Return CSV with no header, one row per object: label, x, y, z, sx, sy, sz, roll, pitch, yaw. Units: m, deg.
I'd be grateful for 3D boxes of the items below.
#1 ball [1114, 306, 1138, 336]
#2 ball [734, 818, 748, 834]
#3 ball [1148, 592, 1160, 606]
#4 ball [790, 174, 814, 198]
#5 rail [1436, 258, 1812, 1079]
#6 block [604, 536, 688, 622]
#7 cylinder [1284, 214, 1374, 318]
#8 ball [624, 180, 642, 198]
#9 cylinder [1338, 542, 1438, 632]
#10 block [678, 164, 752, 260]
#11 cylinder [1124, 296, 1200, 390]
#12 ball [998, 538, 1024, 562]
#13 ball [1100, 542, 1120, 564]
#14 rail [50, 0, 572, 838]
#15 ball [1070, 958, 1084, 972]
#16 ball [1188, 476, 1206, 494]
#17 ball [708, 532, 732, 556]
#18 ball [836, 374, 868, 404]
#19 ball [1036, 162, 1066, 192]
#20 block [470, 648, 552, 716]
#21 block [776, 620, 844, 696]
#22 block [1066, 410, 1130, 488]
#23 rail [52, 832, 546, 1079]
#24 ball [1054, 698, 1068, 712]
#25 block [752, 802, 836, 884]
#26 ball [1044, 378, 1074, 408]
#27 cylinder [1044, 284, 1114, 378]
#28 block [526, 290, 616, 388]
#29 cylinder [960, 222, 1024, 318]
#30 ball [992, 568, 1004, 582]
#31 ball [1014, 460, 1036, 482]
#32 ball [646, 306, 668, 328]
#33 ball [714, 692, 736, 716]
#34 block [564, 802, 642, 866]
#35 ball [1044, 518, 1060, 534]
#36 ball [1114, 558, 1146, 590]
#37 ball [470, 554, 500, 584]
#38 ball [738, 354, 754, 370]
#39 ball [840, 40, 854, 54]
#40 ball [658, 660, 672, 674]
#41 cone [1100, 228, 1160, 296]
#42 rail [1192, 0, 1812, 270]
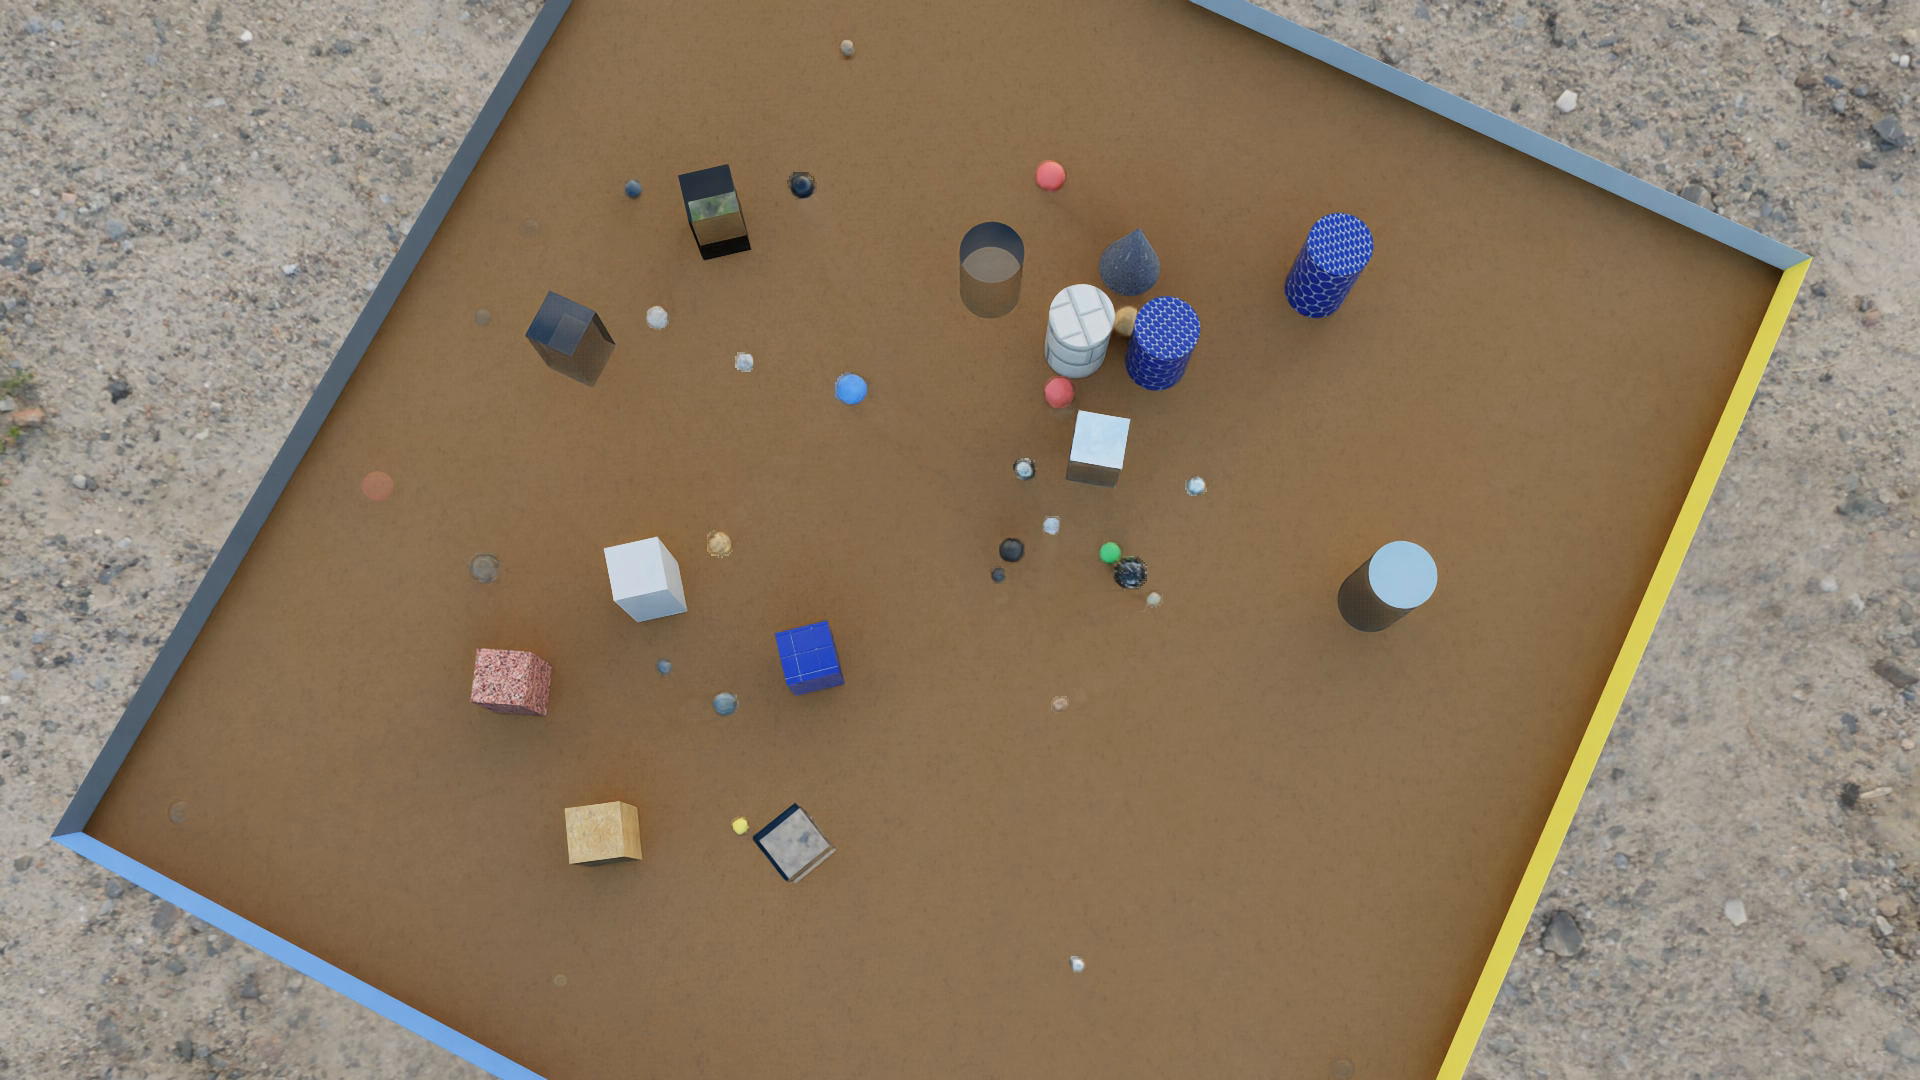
ball,0.521,-0.680,5.710,0.092,0.092,0.092,0,78,0
ball,-0.649,0.847,5.419,0.044,0.044,0.044,0,78,0
ball,0.588,0.178,5.559,0.040,0.040,0.040,0,78,0
ball,-0.501,-1.121,5.809,0.078,0.078,0.078,0,78,0
rail,1.735,0.856,5.374,0.045,0.126,3.949,26,80,5
block,-0.921,0.120,5.394,0.155,0.387,0.155,-12,79,-3
cylinder,1.120,-0.832,5.588,0.194,0.393,0.194,0,78,0
ball,-1.038,-1.115,5.820,0.054,0.054,0.054,0,78,0
cylinder,1.246,0.141,5.366,0.194,0.434,0.194,0,78,0
block,-0.755,-1.009,5.660,0.155,0.323,0.155,-13,79,-3
cylinder,0.612,-0.593,5.571,0.194,0.330,0.194,0,78,0
ball,0.156,0.031,5.572,0.075,0.075,0.075,0,78,0
ball,0.458,0.039,5.576,0.064,0.064,0.064,0,78,0
rail,-1.735,-0.843,5.726,0.045,0.126,3.949,26,80,5
ball,0.342,1.238,5.338,0.044,0.044,0.044,0,78,0
ball,0.725,-0.167,5.624,0.054,0.054,0.054,0,78,0
ball,-0.730,0.011,5.578,0.072,0.072,0.072,0,78,0
ball,-0.334,-0.465,5.665,0.093,0.093,0.093,0,78,0
ball,0.288,-1.151,5.807,0.094,0.094,0.094,0,78,0
block,-1.316,0.420,5.386,0.155,0.280,0.155,4,78,1
block,-0.441,0.352,5.408,0.155,0.265,0.155,-14,79,-3
block,0.415,-0.272,5.545,0.155,0.250,0.155,10,78,2
rail,-0.872,1.715,5.196,3.926,0.126,0.045,26,80,5
ball,0.301,0.494,5.493,0.042,0.042,0.042,0,78,0
block,-0.474,0.875,5.276,0.155,0.313,0.155,-39,81,-7
ball,0.307,-0.453,5.663,0.093,0.093,0.093,0,78,0
cylinder,0.361,-0.631,5.579,0.194,0.330,0.194,0,78,0
block,-1.181,-0.607,5.576,0.155,0.325,0.155,25,79,5
cylinder,0.095,-0.824,5.619,0.194,0.328,0.194,0,78,0
ball,0.115,0.108,5.574,0.040,0.040,0.040,0,78,0
ball,0.199,-0.214,5.627,0.065,0.065,0.065,0,78,0
ball,-0.948,-0.697,5.728,0.065,0.065,0.065,0,78,0
ball,-0.704,0.491,5.480,0.069,0.069,0.069,0,78,0
block,-1.027,0.851,5.293,0.155,0.289,0.155,-7,78,-2
ball,0.280,-0.044,5.600,0.050,0.050,0.050,0,78,0
ball,0.512,0.100,5.546,0.097,0.097,0.097,0,78,0
ball,-1.441,0.086,5.553,0.090,0.090,0.090,0,78,0
ball,-0.668,-0.556,5.705,0.051,0.051,0.051,0,78,0
ball,-0.365,-1.593,5.924,0.044,0.044,0.044,0,78,0
ball,-0.889,0.383,5.516,0.042,0.042,0.042,0,78,0
cone,0.536,-0.898,5.630,0.194,0.338,0.194,0,78,0
rail,0.872,-1.702,5.903,3.926,0.126,0.045,26,80,5
